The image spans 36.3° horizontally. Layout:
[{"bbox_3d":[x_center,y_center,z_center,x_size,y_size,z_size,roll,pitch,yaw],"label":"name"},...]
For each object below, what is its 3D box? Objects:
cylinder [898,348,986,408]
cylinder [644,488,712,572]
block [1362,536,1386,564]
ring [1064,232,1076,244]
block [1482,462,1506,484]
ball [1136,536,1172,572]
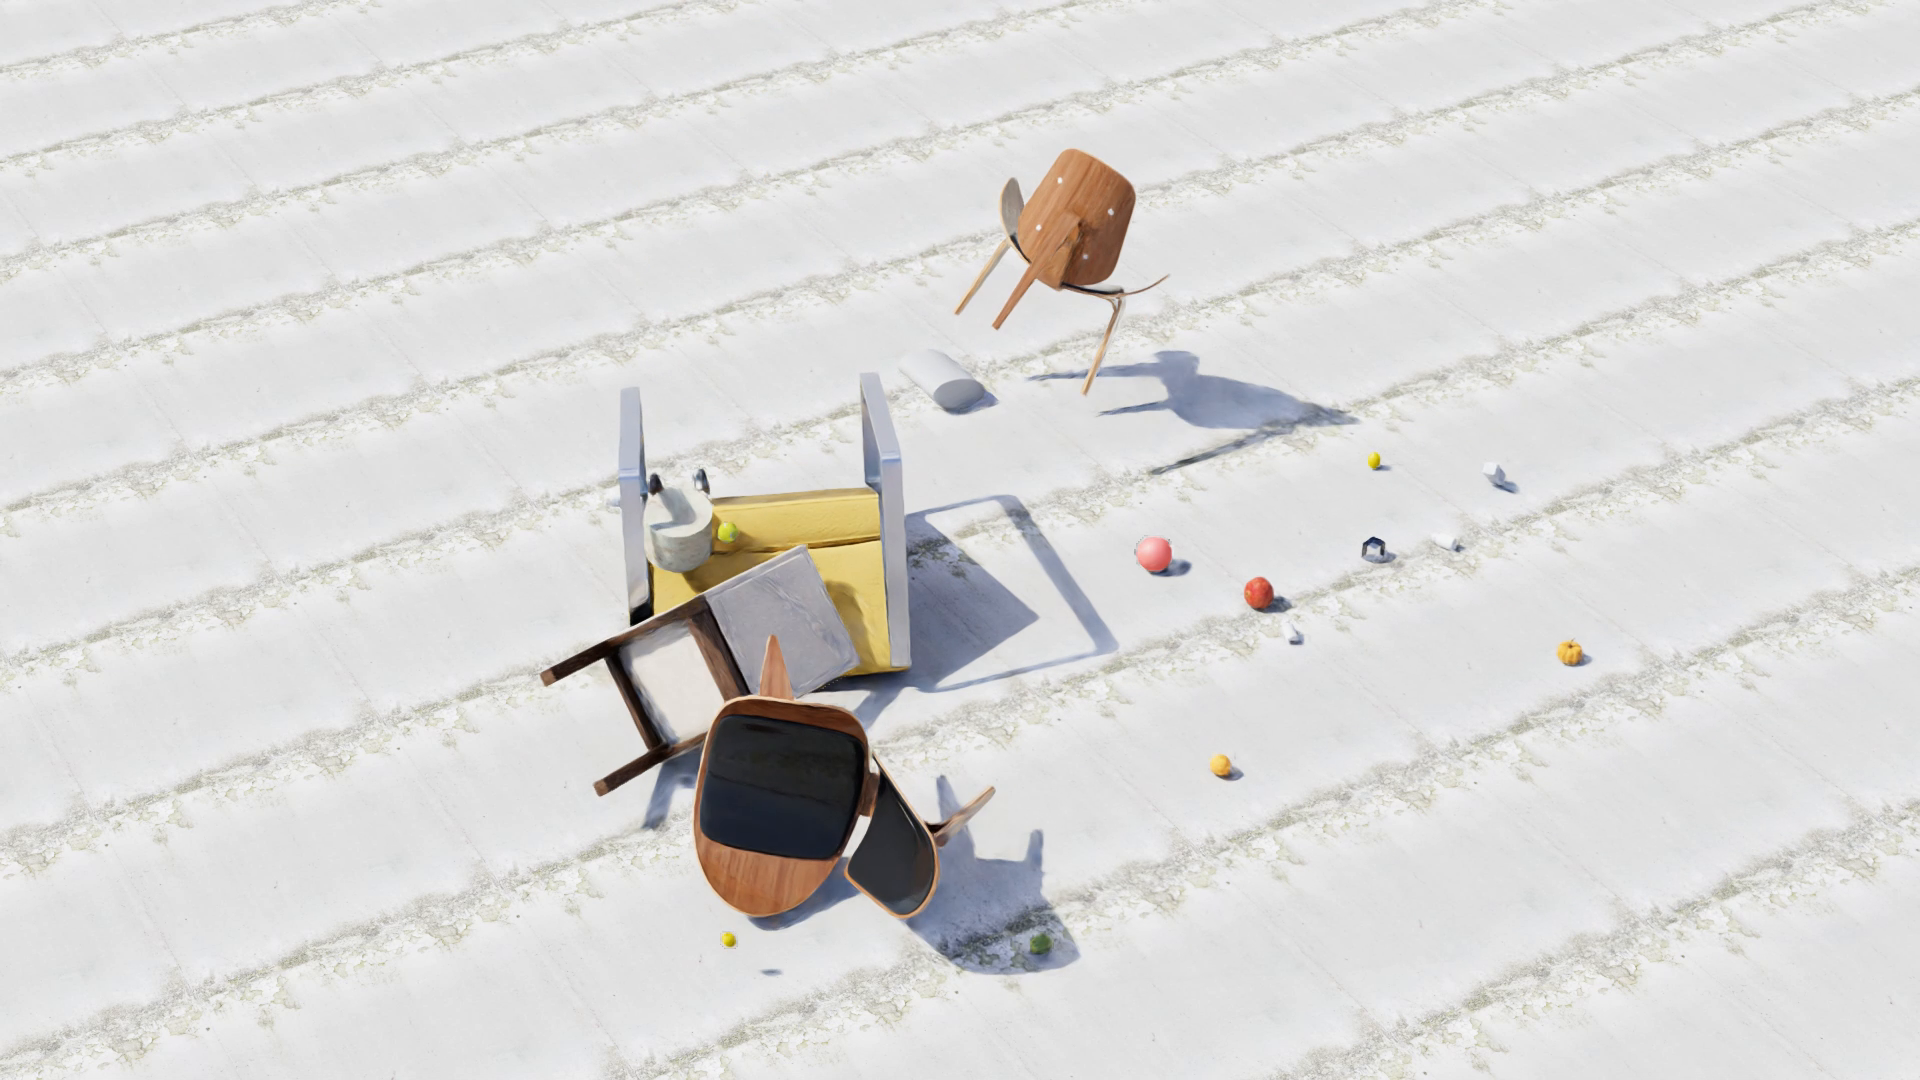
[{"bbox_3d":[-0.075,-0.650,11.801,0.250,0.131,0.279,-3,30,-35],"label":"cylinder"},{"bbox_3d":[-0.957,-0.035,9.969,0.230,0.150,0.276,3,38,-2],"label":"cylinder"},{"bbox_3d":[1.527,0.037,10.828,0.058,0.066,0.068,26,41,33],"label":"block"},{"bbox_3d":[0.481,-1.334,12.922,0.049,0.055,0.039,37,42,17],"label":"ring"},{"bbox_3d":[2.046,-0.255,11.224,0.049,0.113,0.044,13,77,32],"label":"block"},{"bbox_3d":[0.713,0.050,10.750,0.130,0.130,0.130,0,33,0],"label":"ball"}]
